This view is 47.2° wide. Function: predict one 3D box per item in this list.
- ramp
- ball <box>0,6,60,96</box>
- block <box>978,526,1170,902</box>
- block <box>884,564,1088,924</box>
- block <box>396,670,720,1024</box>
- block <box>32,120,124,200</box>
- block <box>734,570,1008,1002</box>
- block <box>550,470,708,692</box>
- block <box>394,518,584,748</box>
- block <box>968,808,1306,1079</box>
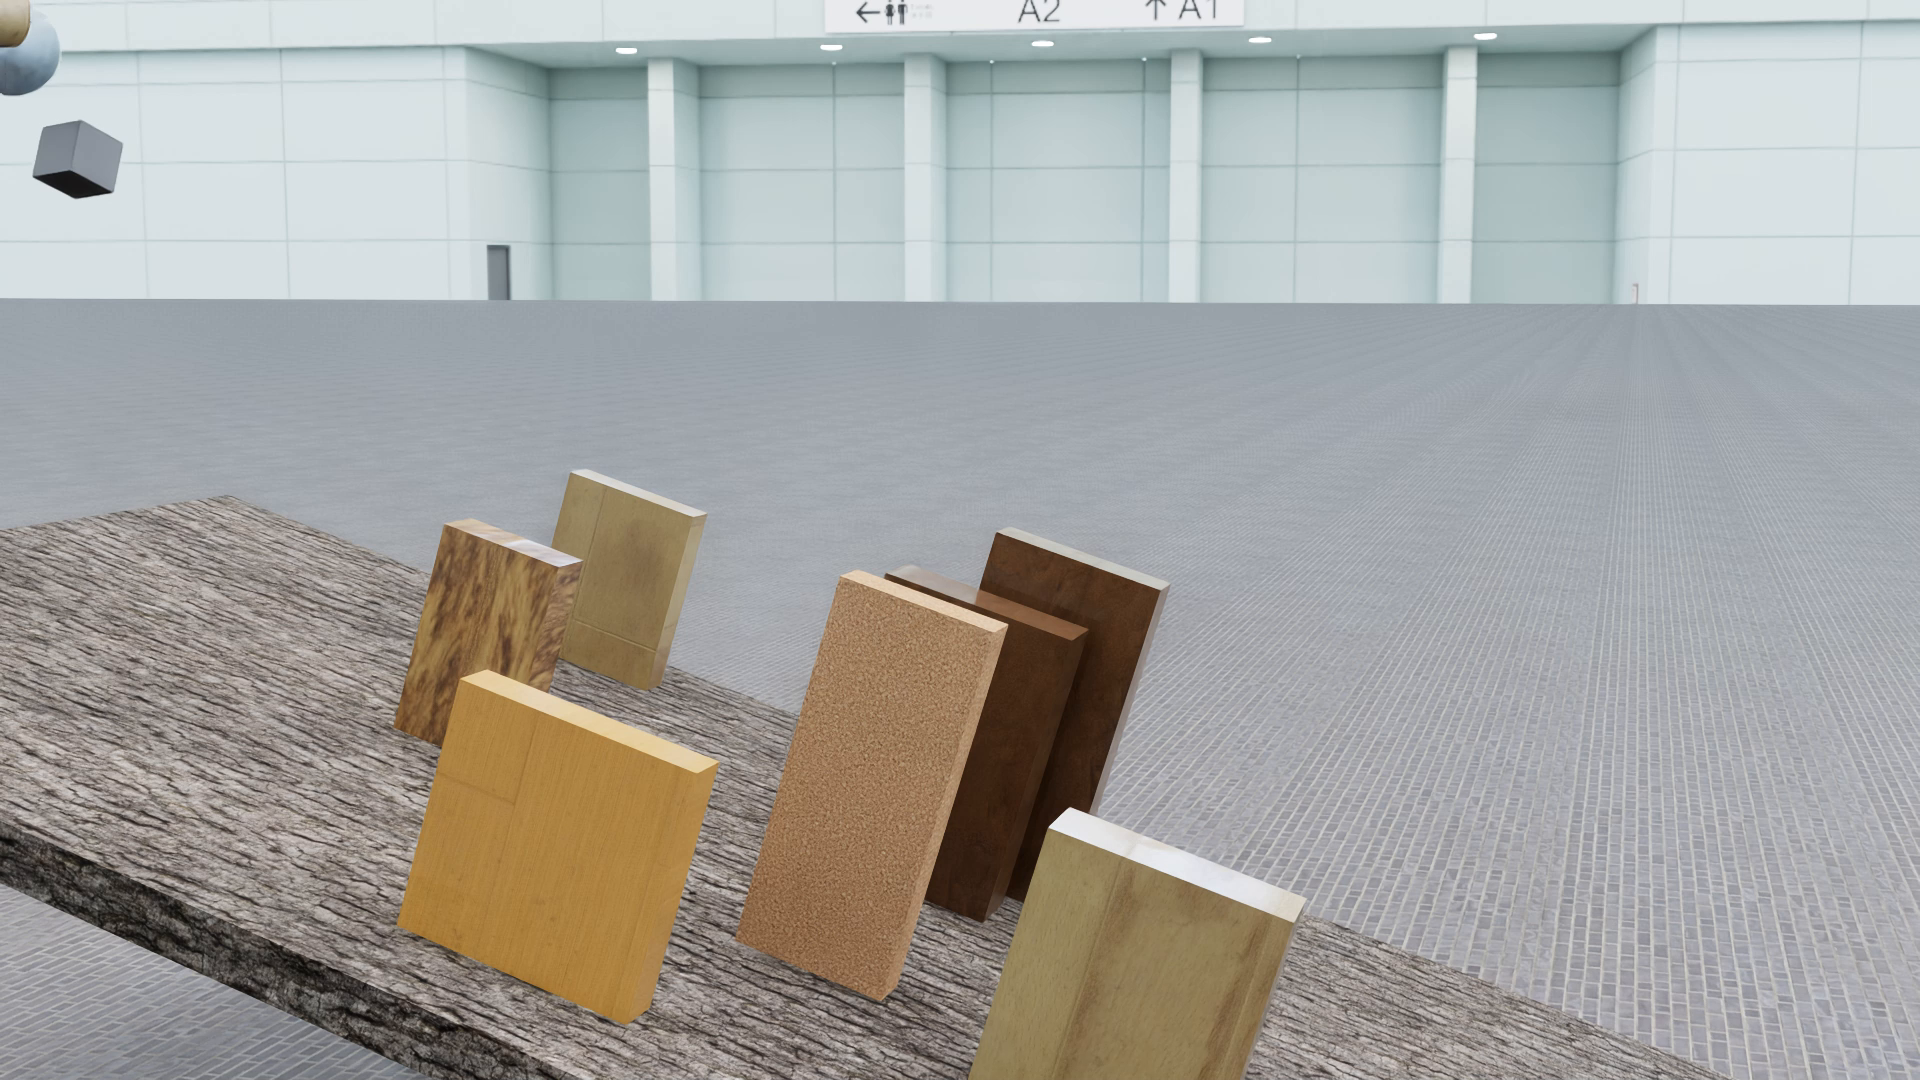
[{"bbox_3d":[-0.365,0.698,4.231,4.000,0.100,2.000,20,12,14],"label":"ramp"},{"bbox_3d":[-2.031,-1.052,4.697,0.203,0.203,0.203,0,7,0],"label":"ball"},{"bbox_3d":[0.149,0.368,4.488,0.353,0.708,0.103,20,12,14],"label":"block"},{"bbox_3d":[-0.030,0.400,4.365,0.392,0.597,0.141,20,12,14],"label":"block"},{"bbox_3d":[-0.644,0.486,3.504,0.424,0.432,0.087,20,12,14],"label":"block"},{"bbox_3d":[-1.902,-0.820,4.743,0.117,0.117,0.117,-3,-18,27],"label":"block"},{"bbox_3d":[-0.158,0.426,3.827,0.287,0.689,0.088,20,12,14],"label":"block"},{"bbox_3d":[-0.803,0.092,5.133,0.322,0.430,0.083,20,12,14],"label":"block"},{"bbox_3d":[-0.941,0.208,4.381,0.258,0.435,0.106,20,12,14],"label":"block"},{"bbox_3d":[0.282,0.735,3.554,0.411,0.468,0.140,20,12,14],"label":"block"}]
